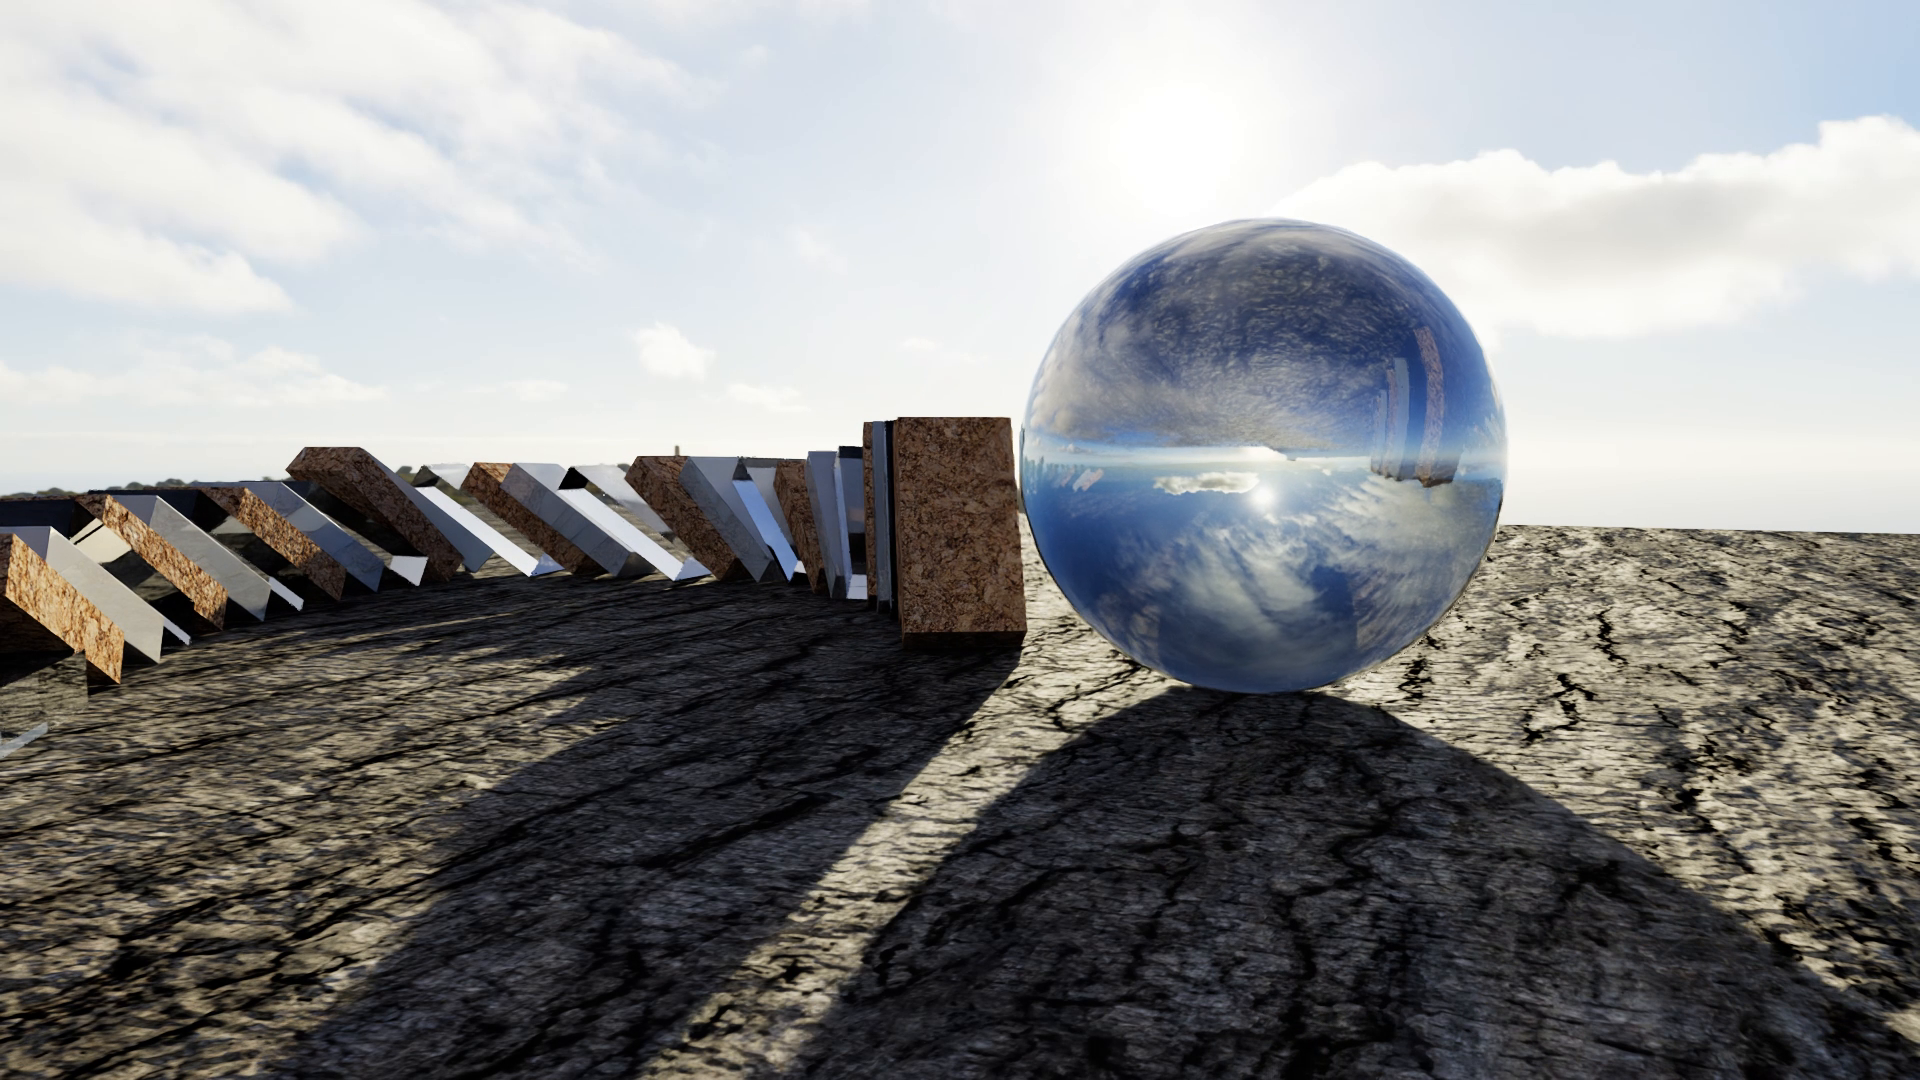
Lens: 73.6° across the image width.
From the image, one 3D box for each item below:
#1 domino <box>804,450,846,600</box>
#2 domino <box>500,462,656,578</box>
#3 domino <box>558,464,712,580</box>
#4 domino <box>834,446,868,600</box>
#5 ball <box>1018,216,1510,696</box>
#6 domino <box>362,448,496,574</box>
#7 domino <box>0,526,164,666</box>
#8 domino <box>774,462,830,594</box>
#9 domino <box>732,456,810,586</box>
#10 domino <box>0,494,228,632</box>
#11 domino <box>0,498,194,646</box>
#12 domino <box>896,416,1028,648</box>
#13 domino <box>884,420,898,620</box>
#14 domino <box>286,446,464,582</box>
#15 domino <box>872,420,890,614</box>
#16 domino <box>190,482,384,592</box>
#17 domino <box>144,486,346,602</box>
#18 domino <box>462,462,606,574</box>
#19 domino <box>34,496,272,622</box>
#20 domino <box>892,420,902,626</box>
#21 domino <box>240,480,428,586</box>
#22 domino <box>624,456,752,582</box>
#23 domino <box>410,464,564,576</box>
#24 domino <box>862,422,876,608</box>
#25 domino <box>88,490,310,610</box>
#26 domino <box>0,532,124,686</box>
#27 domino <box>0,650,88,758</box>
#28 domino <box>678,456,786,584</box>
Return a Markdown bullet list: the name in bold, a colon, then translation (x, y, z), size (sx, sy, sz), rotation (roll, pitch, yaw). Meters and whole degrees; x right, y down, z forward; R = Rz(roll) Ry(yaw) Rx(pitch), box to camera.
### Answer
- **domino**: translation (-0.028, -0.005, 0.369), size (0.025, 0.010, 0.050), rotation (-1, 46, -18)
- **domino**: translation (-0.122, -0.007, 0.417), size (0.050, 0.010, 0.025), rotation (36, 11, 11)
- **domino**: translation (-0.103, -0.006, 0.415), size (0.050, 0.009, 0.025), rotation (36, 14, 12)
- **domino**: translation (-0.020, -0.005, 0.357), size (0.025, 0.010, 0.050), rotation (3, 46, -14)
- **ball**: translation (0.050, -0.014, 0.218), size (0.080, 0.080, 0.080), rotation (0, 4, 0)
- **domino**: translation (-0.174, -0.009, 0.411), size (0.050, 0.009, 0.025), rotation (43, -18, -22)
- **domino**: translation (-0.162, 0.011, 0.224), size (0.025, 0.010, 0.050), rotation (-1, -20, -13)
- **domino**: translation (-0.037, -0.005, 0.384), size (0.025, 0.010, 0.050), rotation (-2, 41, -24)
- **domino**: translation (-0.050, -0.007, 0.399), size (0.025, 0.009, 0.050), rotation (-1, 41, -35)
- **domino**: translation (-0.175, 0.006, 0.262), size (0.025, 0.010, 0.050), rotation (-3, -24, -5)
- **domino**: translation (-0.170, 0.008, 0.243), size (0.025, 0.009, 0.050), rotation (-3, -24, -9)
- **domino**: translation (0.000, -0.002, 0.274), size (0.025, 0.050, 0.009), rotation (0, -24, -6)
- **domino**: translation (-0.005, -0.005, 0.317), size (0.025, 0.050, 0.010), rotation (-1, -24, -7)
- **domino**: translation (-0.176, -0.007, 0.388), size (0.025, 0.010, 0.050), rotation (2, -39, 28)
- **domino**: translation (-0.009, -0.006, 0.328), size (0.025, 0.050, 0.009), rotation (-1, -24, -7)
- **domino**: translation (-0.181, 0.000, 0.346), size (0.025, 0.009, 0.050), rotation (0, -25, 8)
- **domino**: translation (-0.181, 0.002, 0.326), size (0.025, 0.010, 0.050), rotation (0, -24, 3)
- **domino**: translation (-0.137, -0.008, 0.425), size (0.050, 0.010, 0.025), rotation (36, 11, 11)
- **domino**: translation (-0.179, 0.005, 0.285), size (0.025, 0.009, 0.050), rotation (0, -24, -1)
- **domino**: translation (-0.003, -0.005, 0.307), size (0.025, 0.050, 0.010), rotation (0, -24, -6)
- **domino**: translation (-0.180, -0.001, 0.368), size (0.025, 0.010, 0.050), rotation (1, -24, 17)
- **domino**: translation (-0.083, -0.008, 0.414), size (0.050, 0.009, 0.025), rotation (44, 22, 19)
- **domino**: translation (-0.154, -0.007, 0.426), size (0.050, 0.009, 0.025), rotation (35, 9, 5)
- **domino**: translation (-0.012, -0.007, 0.338), size (0.025, 0.050, 0.009), rotation (-1, -24, -7)
- **domino**: translation (-0.181, 0.003, 0.306), size (0.025, 0.009, 0.050), rotation (0, -24, 2)
- **domino**: translation (-0.154, 0.013, 0.201), size (0.025, 0.010, 0.050), rotation (-2, -20, -17)
- **domino**: translation (-0.145, 0.024, 0.179), size (0.025, 0.010, 0.050), rotation (-1, 5, -18)
- **domino**: translation (-0.066, -0.007, 0.408), size (0.025, 0.009, 0.050), rotation (-4, 44, -49)
